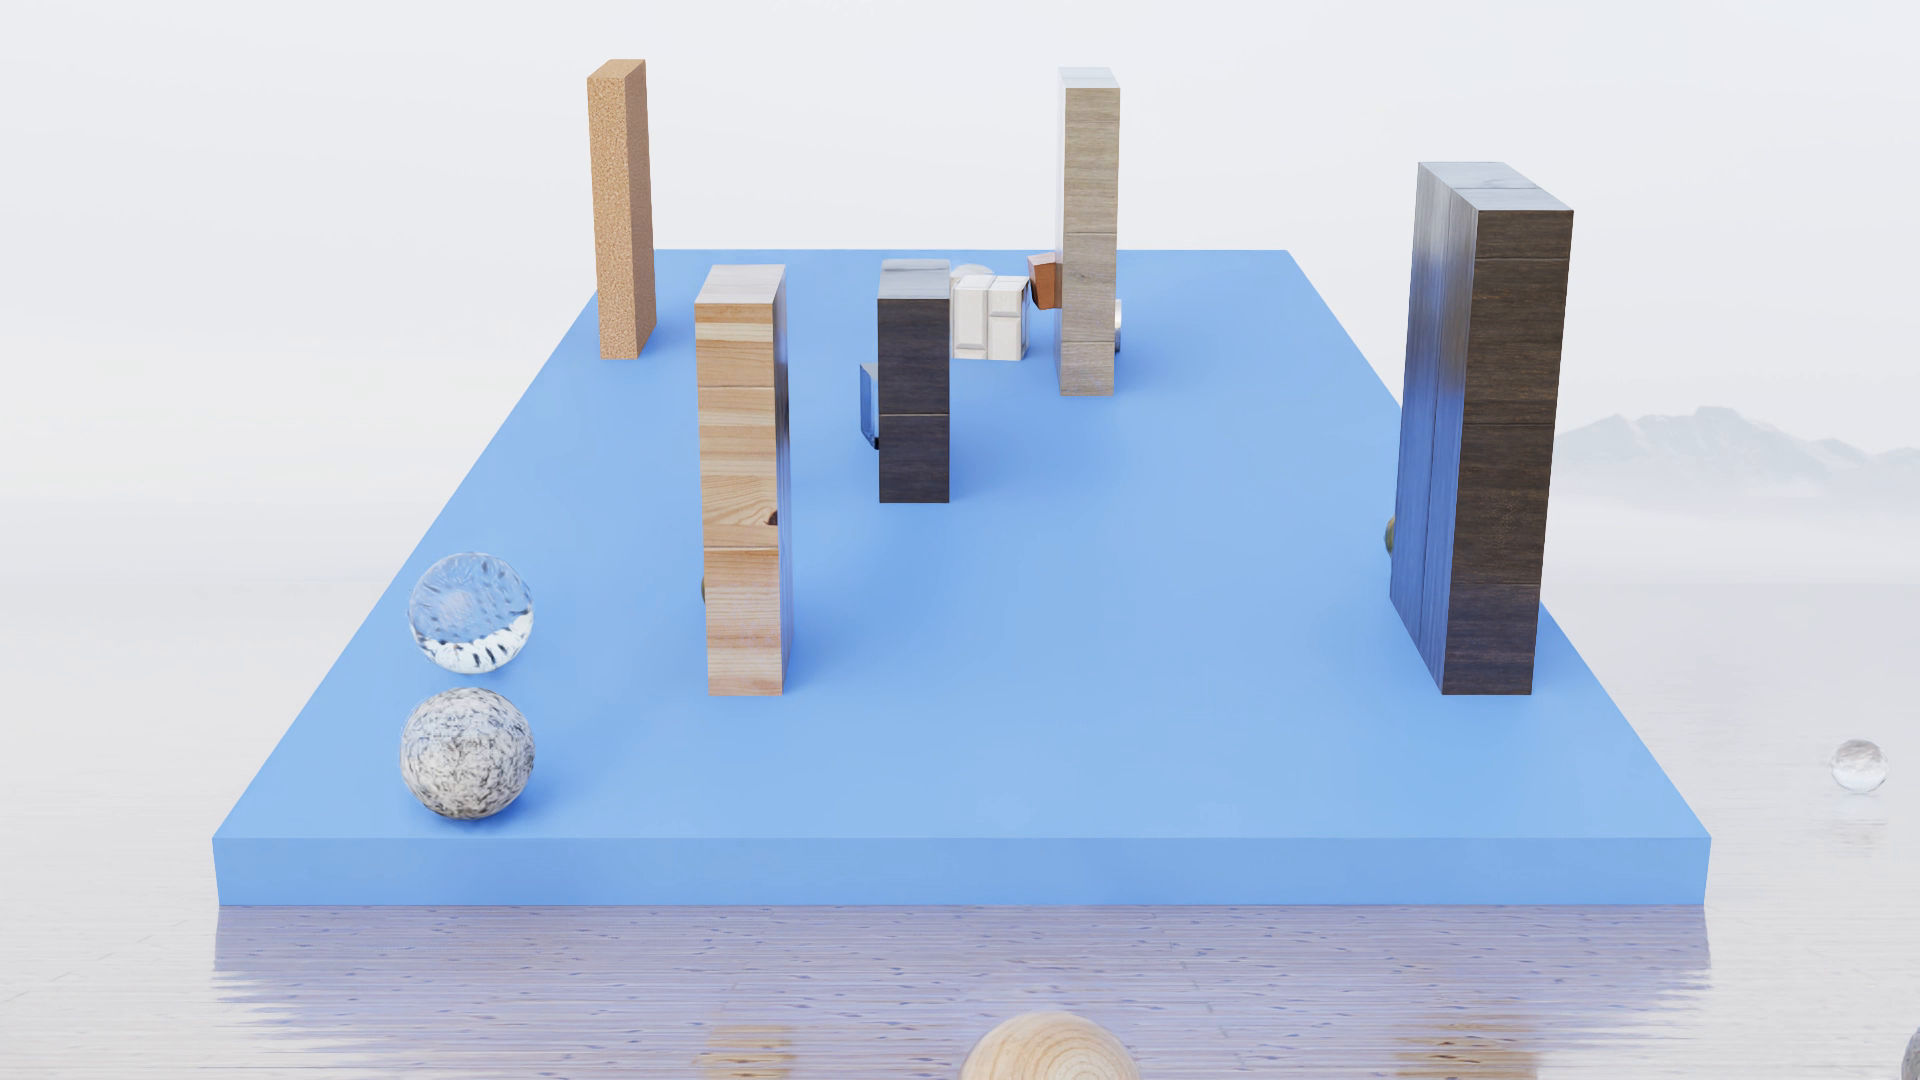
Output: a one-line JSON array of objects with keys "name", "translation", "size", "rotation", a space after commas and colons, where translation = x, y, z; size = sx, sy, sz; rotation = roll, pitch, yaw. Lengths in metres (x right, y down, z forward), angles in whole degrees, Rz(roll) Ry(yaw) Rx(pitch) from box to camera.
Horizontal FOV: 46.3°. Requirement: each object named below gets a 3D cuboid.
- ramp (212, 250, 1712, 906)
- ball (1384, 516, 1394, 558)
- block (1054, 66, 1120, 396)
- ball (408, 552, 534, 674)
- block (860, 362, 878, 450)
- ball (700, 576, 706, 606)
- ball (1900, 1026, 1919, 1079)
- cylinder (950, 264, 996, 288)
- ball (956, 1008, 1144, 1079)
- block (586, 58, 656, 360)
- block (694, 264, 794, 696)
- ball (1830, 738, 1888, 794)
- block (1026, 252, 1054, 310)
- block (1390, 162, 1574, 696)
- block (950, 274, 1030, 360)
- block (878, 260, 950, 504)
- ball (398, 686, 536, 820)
[{"name": "ramp", "translation": [-0.004, -0.193, 4.905], "size": [2.000, 0.100, 4.000], "rotation": [0, 19, 0]}, {"name": "ball", "translation": [0.798, -0.004, 3.909], "size": [0.116, 0.116, 0.116], "rotation": [0, -1, 0]}, {"name": "block", "translation": [0.291, -0.723, 5.227], "size": [0.121, 0.700, 0.381], "rotation": [0, 19, 0]}, {"name": "ball", "translation": [-0.767, 0.115, 3.526], "size": [0.193, 0.193, 0.193], "rotation": [0, -1, 0]}, {"name": "block", "translation": [-0.124, -0.290, 4.801], "size": [0.151, 0.151, 0.151], "rotation": [-4, 19, -13]}, {"name": "ball", "translation": [-0.378, 0.081, 3.758], "size": [0.111, 0.111, 0.111], "rotation": [0, -1, 0]}, {"name": "ball", "translation": [0.775, 0.409, 1.691], "size": [0.122, 0.122, 0.122], "rotation": [0, -1, 0]}, {"name": "cylinder", "translation": [0.019, -0.609, 5.729], "size": [0.162, 0.162, 0.162], "rotation": [0, 18, 11]}, {"name": "ball", "translation": [0.063, 0.399, 1.577], "size": [0.138, 0.138, 0.138], "rotation": [0, -1, 0]}, {"name": "block", "translation": [-0.833, -0.824, 5.558], "size": [0.089, 0.678, 0.385], "rotation": [0, 19, 0]}, {"name": "block", "translation": [-0.330, -0.096, 3.493], "size": [0.113, 0.616, 0.278], "rotation": [0, 19, 0]}, {"name": "ball", "translation": [1.840, 0.462, 4.596], "size": [0.113, 0.113, 0.113], "rotation": [0, -1, 0]}, {"name": "block", "translation": [0.235, -0.640, 5.517], "size": [0.113, 0.113, 0.113], "rotation": [-10, 19, -4]}, {"name": "block", "translation": [0.813, -0.187, 3.554], "size": [0.138, 0.753, 0.439], "rotation": [0, 19, 0]}, {"name": "block", "translation": [0.076, -0.550, 5.539], "size": [0.172, 0.172, 0.172], "rotation": [3, 19, 8]}, {"name": "block", "translation": [-0.089, -0.325, 4.501], "size": [0.137, 0.407, 0.375], "rotation": [0, 19, 0]}, {"name": "ball", "translation": [-0.666, 0.288, 3.034], "size": [0.180, 0.180, 0.180], "rotation": [0, -1, 0]}]
